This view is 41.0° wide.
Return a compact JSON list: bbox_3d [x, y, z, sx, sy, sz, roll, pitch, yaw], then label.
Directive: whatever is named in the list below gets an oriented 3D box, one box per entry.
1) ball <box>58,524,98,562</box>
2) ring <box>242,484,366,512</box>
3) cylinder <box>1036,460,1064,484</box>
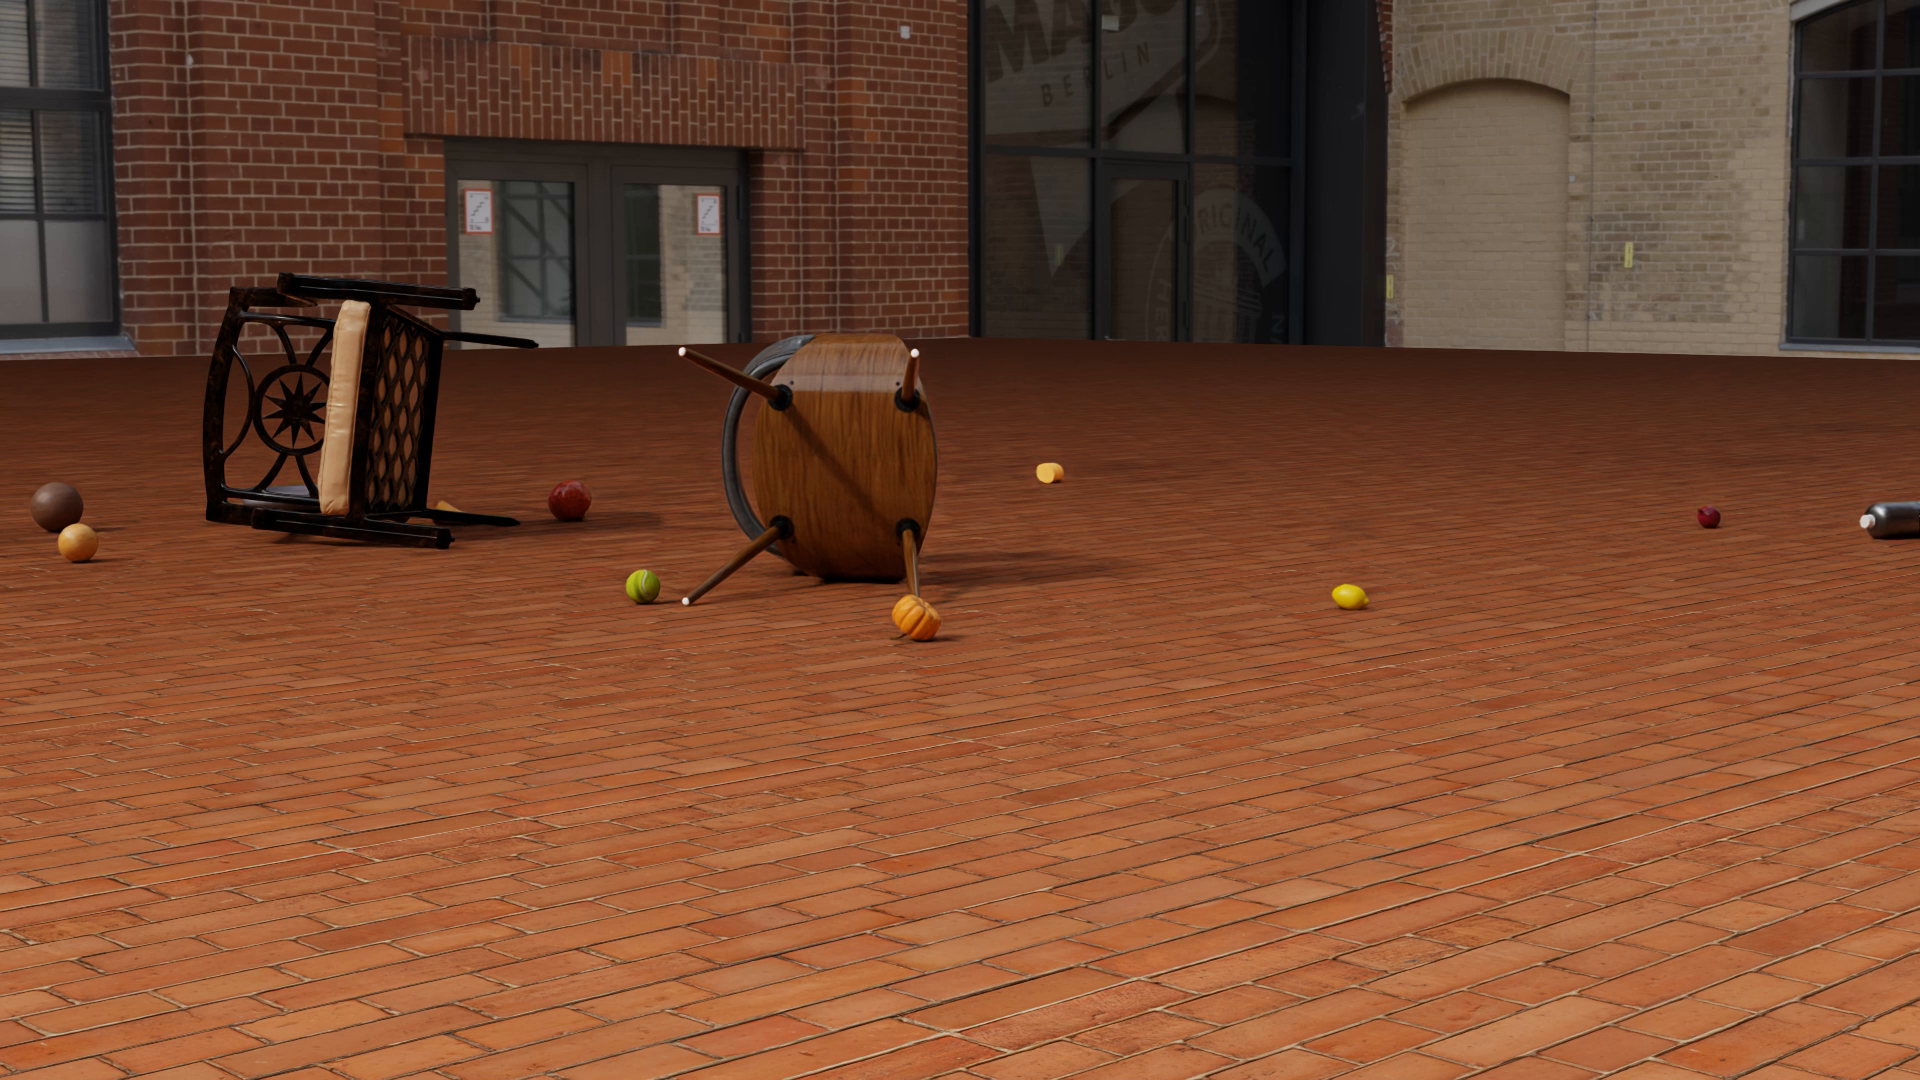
[{"bbox_3d":[-2.031,0.006,5.910,0.090,0.090,0.090,0,6,0],"label":"ball"},{"bbox_3d":[-1.855,-0.118,7.260,0.283,0.062,0.379,3,6,35],"label":"ring"},{"bbox_3d":[0.288,-0.214,8.189,0.074,0.060,0.050,26,35,18],"label":"cylinder"}]
